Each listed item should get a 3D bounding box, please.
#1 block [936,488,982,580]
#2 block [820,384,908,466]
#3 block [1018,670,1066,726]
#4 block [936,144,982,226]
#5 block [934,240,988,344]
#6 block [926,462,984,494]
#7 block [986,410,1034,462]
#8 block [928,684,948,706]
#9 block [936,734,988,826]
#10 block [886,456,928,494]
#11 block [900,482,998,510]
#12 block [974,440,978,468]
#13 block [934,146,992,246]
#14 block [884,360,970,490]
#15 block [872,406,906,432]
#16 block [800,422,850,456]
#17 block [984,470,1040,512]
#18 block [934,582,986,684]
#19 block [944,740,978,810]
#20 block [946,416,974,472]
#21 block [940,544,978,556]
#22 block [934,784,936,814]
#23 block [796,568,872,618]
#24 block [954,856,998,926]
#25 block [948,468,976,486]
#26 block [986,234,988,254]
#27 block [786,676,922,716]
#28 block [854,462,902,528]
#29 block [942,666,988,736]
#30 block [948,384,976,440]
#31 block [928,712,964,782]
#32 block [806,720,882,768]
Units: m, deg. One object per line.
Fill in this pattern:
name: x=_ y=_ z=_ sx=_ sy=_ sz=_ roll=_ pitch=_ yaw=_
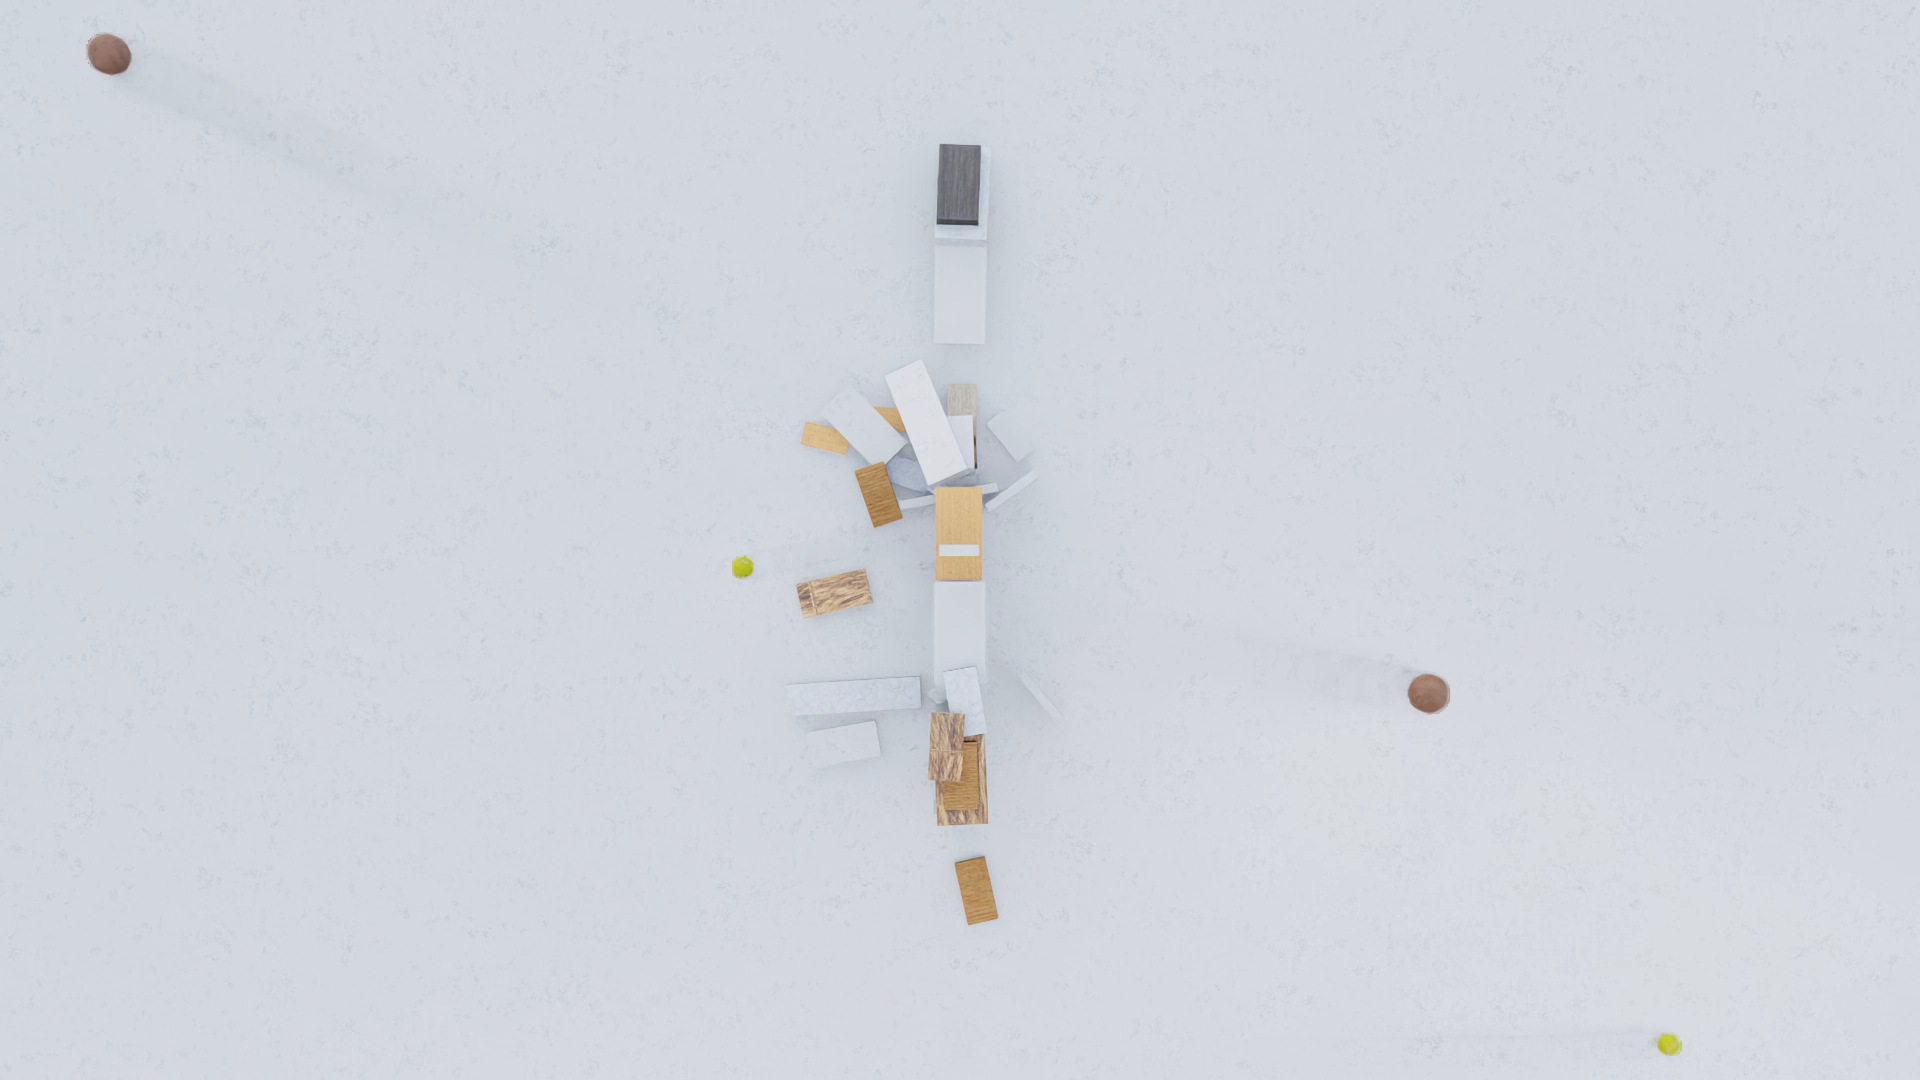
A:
block: x=-0.004 y=-0.020 z=5.189 sx=0.145 sy=0.041 sz=0.291 roll=0 pitch=90 yaw=0
block: x=-0.317 y=-0.371 z=5.457 sx=0.136 sy=0.039 sz=0.273 roll=-45 pitch=89 yaw=0
block: x=0.269 y=0.518 z=5.448 sx=0.029 sy=0.104 sz=0.208 roll=-40 pitch=90 yaw=0
block: x=-0.004 y=-1.157 z=5.370 sx=0.136 sy=0.039 sz=0.273 roll=2 pitch=73 yaw=0
block: x=0.001 y=-0.818 z=5.434 sx=0.169 sy=0.048 sz=0.338 roll=1 pitch=98 yaw=0
block: x=-0.018 y=-0.208 z=5.424 sx=0.091 sy=0.026 sz=0.182 roll=30 pitch=56 yaw=31
block: x=0.168 y=-0.347 z=5.489 sx=0.077 sy=0.022 sz=0.165 roll=-39 pitch=90 yaw=0
block: x=-0.048 y=0.493 z=5.476 sx=0.112 sy=0.016 sz=0.056 roll=-40 pitch=90 yaw=0
block: x=0.002 y=0.727 z=5.157 sx=0.160 sy=0.045 sz=0.320 roll=-3 pitch=90 yaw=0
block: x=-0.184 y=-0.225 z=5.487 sx=0.182 sy=0.026 sz=0.091 roll=19 pitch=90 yaw=0
block: x=-0.037 y=-0.148 z=5.449 sx=0.326 sy=0.101 sz=0.029 roll=-11 pitch=94 yaw=0
block: x=0.006 y=-0.315 z=5.432 sx=0.095 sy=0.027 sz=0.191 roll=-3 pitch=54 yaw=1
block: x=0.010 y=-1.129 z=5.406 sx=0.169 sy=0.048 sz=0.338 roll=3 pitch=73 yaw=1
block: x=-0.109 y=-0.380 z=5.384 sx=0.136 sy=0.039 sz=0.440 roll=-24 pitch=65 yaw=5
block: x=-0.255 y=-0.402 z=5.489 sx=0.155 sy=0.022 sz=0.077 roll=4 pitch=90 yaw=0
block: x=-0.446 y=-0.338 z=5.489 sx=0.155 sy=0.022 sz=0.077 roll=14 pitch=90 yaw=0
block: x=0.172 y=-0.163 z=5.450 sx=0.202 sy=0.101 sz=0.029 roll=-36 pitch=90 yaw=0
block: x=-0.001 y=0.289 z=5.159 sx=0.159 sy=0.045 sz=0.319 roll=0 pitch=90 yaw=0
block: x=0.001 y=0.731 z=5.119 sx=0.104 sy=0.029 sz=0.208 roll=-1 pitch=90 yaw=0
block: x=-0.003 y=-0.313 z=5.377 sx=0.095 sy=0.027 sz=0.191 roll=-3 pitch=68 yaw=2
block: x=-0.003 y=0.031 z=5.035 sx=0.117 sy=0.267 sz=0.033 roll=0 pitch=90 yaw=0
block: x=-0.004 y=0.837 z=5.340 sx=0.160 sy=0.320 sz=0.045 roll=0 pitch=90 yaw=0
block: x=-0.417 y=0.177 z=5.483 sx=0.235 sy=0.033 sz=0.117 roll=-13 pitch=90 yaw=0
block: x=0.055 y=1.166 z=5.485 sx=0.104 sy=0.029 sz=0.208 roll=-13 pitch=90 yaw=0
block: x=0.003 y=-0.258 z=5.429 sx=0.091 sy=0.026 sz=0.182 roll=-4 pitch=48 yaw=0
block: x=0.006 y=-1.029 z=5.476 sx=0.169 sy=0.048 sz=0.337 roll=1 pitch=90 yaw=0
block: x=-0.353 y=0.519 z=5.485 sx=0.446 sy=0.029 sz=0.104 roll=-4 pitch=90 yaw=0
block: x=-0.269 y=-0.150 z=5.449 sx=0.101 sy=0.029 sz=0.202 roll=-18 pitch=112 yaw=0
block: x=0.016 y=0.503 z=5.120 sx=0.104 sy=0.029 sz=0.208 roll=-10 pitch=89 yaw=0
block: x=0.007 y=-0.424 z=5.450 sx=0.095 sy=0.027 sz=0.191 roll=-1 pitch=68 yaw=2
block: x=-0.042 y=0.638 z=5.090 sx=0.104 sy=0.029 sz=0.208 roll=3 pitch=90 yaw=1
block: x=-0.387 y=0.677 z=5.483 sx=0.235 sy=0.033 sz=0.117 roll=-10 pitch=90 yaw=0
